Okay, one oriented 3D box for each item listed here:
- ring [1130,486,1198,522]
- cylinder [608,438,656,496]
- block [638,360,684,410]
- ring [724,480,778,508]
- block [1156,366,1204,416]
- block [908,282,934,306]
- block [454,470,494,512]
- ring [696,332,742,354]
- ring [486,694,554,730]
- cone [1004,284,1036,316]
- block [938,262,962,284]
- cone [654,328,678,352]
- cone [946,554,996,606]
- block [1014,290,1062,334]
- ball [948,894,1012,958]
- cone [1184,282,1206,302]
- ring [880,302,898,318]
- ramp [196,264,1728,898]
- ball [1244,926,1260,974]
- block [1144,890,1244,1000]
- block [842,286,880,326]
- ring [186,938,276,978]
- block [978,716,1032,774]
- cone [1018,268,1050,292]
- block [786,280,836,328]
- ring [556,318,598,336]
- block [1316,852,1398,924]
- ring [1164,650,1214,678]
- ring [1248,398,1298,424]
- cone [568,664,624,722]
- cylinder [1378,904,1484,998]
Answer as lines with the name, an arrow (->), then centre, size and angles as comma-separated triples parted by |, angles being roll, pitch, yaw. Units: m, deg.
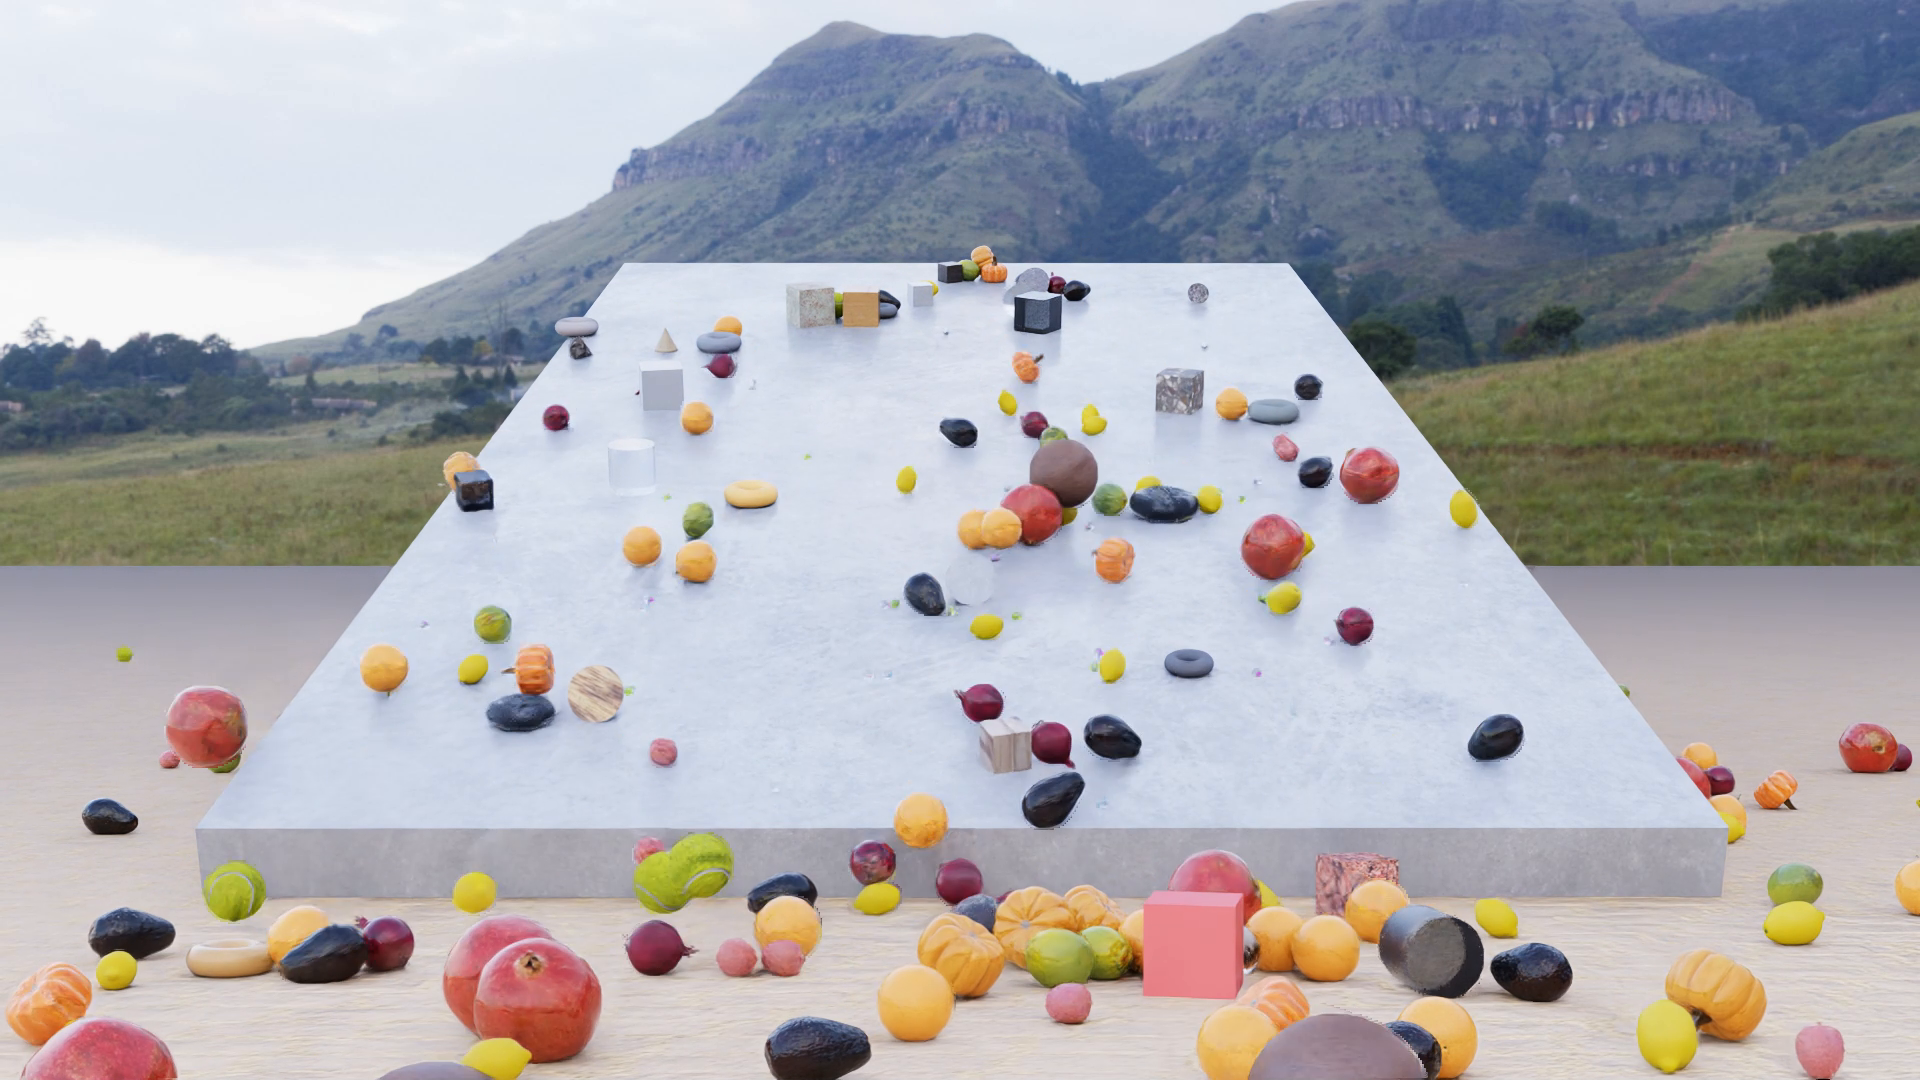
ring -> 0.388, -0.068, 4.238 | 0.131, 0.044, 0.131 | 1, 19, 0
cylinder -> -0.645, -0.143, 4.389 | 0.093, 0.093, 0.093 | 0, 18, 0
block -> -0.675, -0.350, 5.041 | 0.092, 0.092, 0.092 | -4, 18, -12
ring -> -0.404, -0.089, 4.316 | 0.105, 0.035, 0.105 | 1, 17, 0
block -> 0.494, -0.335, 5.011 | 0.084, 0.084, 0.084 | 8, 19, 23
block -> -0.109, -0.676, 6.128 | 0.057, 0.057, 0.057 | -5, 18, -17
block -> -0.932, -0.094, 4.278 | 0.060, 0.060, 0.060 | -8, 25, -24
ring -> -0.604, -0.495, 5.588 | 0.114, 0.038, 0.114 | 0, 19, 0
ring -> -0.639, 0.250, 3.246 | 0.098, 0.033, 0.098 | 2, 13, 0
cone -> 0.174, -0.633, 6.017 | 0.095, 0.095, 0.095 | 0, -10, 12
block -> -0.029, -0.772, 6.441 | 0.052, 0.052, 0.052 | -11, 21, -30
cone -> -0.736, -0.504, 5.579 | 0.060, 0.060, 0.060 | 0, 18, 0
cone -> 0.008, 0.073, 3.796 | 0.089, 0.089, 0.089 | 0, -10, -13
block -> 0.203, -0.592, 5.811 | 0.090, 0.090, 0.090 | 11, 21, 32
ball -> 0.022, 0.432, 2.493 | 0.070, 0.070, 0.070 | 0, 0, 0
cone -> 0.655, -0.676, 6.181 | 0.059, 0.059, 0.059 | 0, -30, 12
ring -> -0.213, -0.614, 5.979 | 0.091, 0.030, 0.091 | 0, 18, 0
ramp -> -0.003, -0.181, 4.830 | 2.000, 0.100, 4.000 | 0, 18, 0
ball -> 0.293, 0.438, 2.383 | 0.056, 0.056, 0.056 | 0, 0, 0
block -> 0.243, 0.419, 2.313 | 0.094, 0.094, 0.094 | 0, -1, 12
block -> -0.259, -0.617, 5.885 | 0.092, 0.092, 0.092 | 1, 18, 1
ring -> -0.786, 0.451, 2.408 | 0.094, 0.031, 0.094 | 1, -1, 0
block -> 0.063, 0.285, 3.099 | 0.057, 0.057, 0.057 | -6, 19, -18
cone -> 0.219, -0.707, 6.254 | 0.092, 0.092, 0.092 | 0, -10, 19
block -> -0.395, -0.622, 5.889 | 0.099, 0.099, 0.099 | -8, 19, -24
ring -> -0.990, -0.551, 5.765 | 0.112, 0.037, 0.112 | 0, 16, 0
block -> 0.494, 0.432, 2.775 | 0.075, 0.075, 0.075 | 0, -1, -16
ring -> 0.354, 0.191, 3.451 | 0.077, 0.026, 0.077 | -1, 19, 0
ring -> 0.692, -0.285, 4.932 | 0.114, 0.038, 0.114 | 1, 18, 0
cone -> -0.527, 0.231, 3.299 | 0.085, 0.085, 0.085 | 0, -9, 7
cylinder -> 0.486, 0.424, 2.301 | 0.083, 0.083, 0.083 | 0, -1, -9
